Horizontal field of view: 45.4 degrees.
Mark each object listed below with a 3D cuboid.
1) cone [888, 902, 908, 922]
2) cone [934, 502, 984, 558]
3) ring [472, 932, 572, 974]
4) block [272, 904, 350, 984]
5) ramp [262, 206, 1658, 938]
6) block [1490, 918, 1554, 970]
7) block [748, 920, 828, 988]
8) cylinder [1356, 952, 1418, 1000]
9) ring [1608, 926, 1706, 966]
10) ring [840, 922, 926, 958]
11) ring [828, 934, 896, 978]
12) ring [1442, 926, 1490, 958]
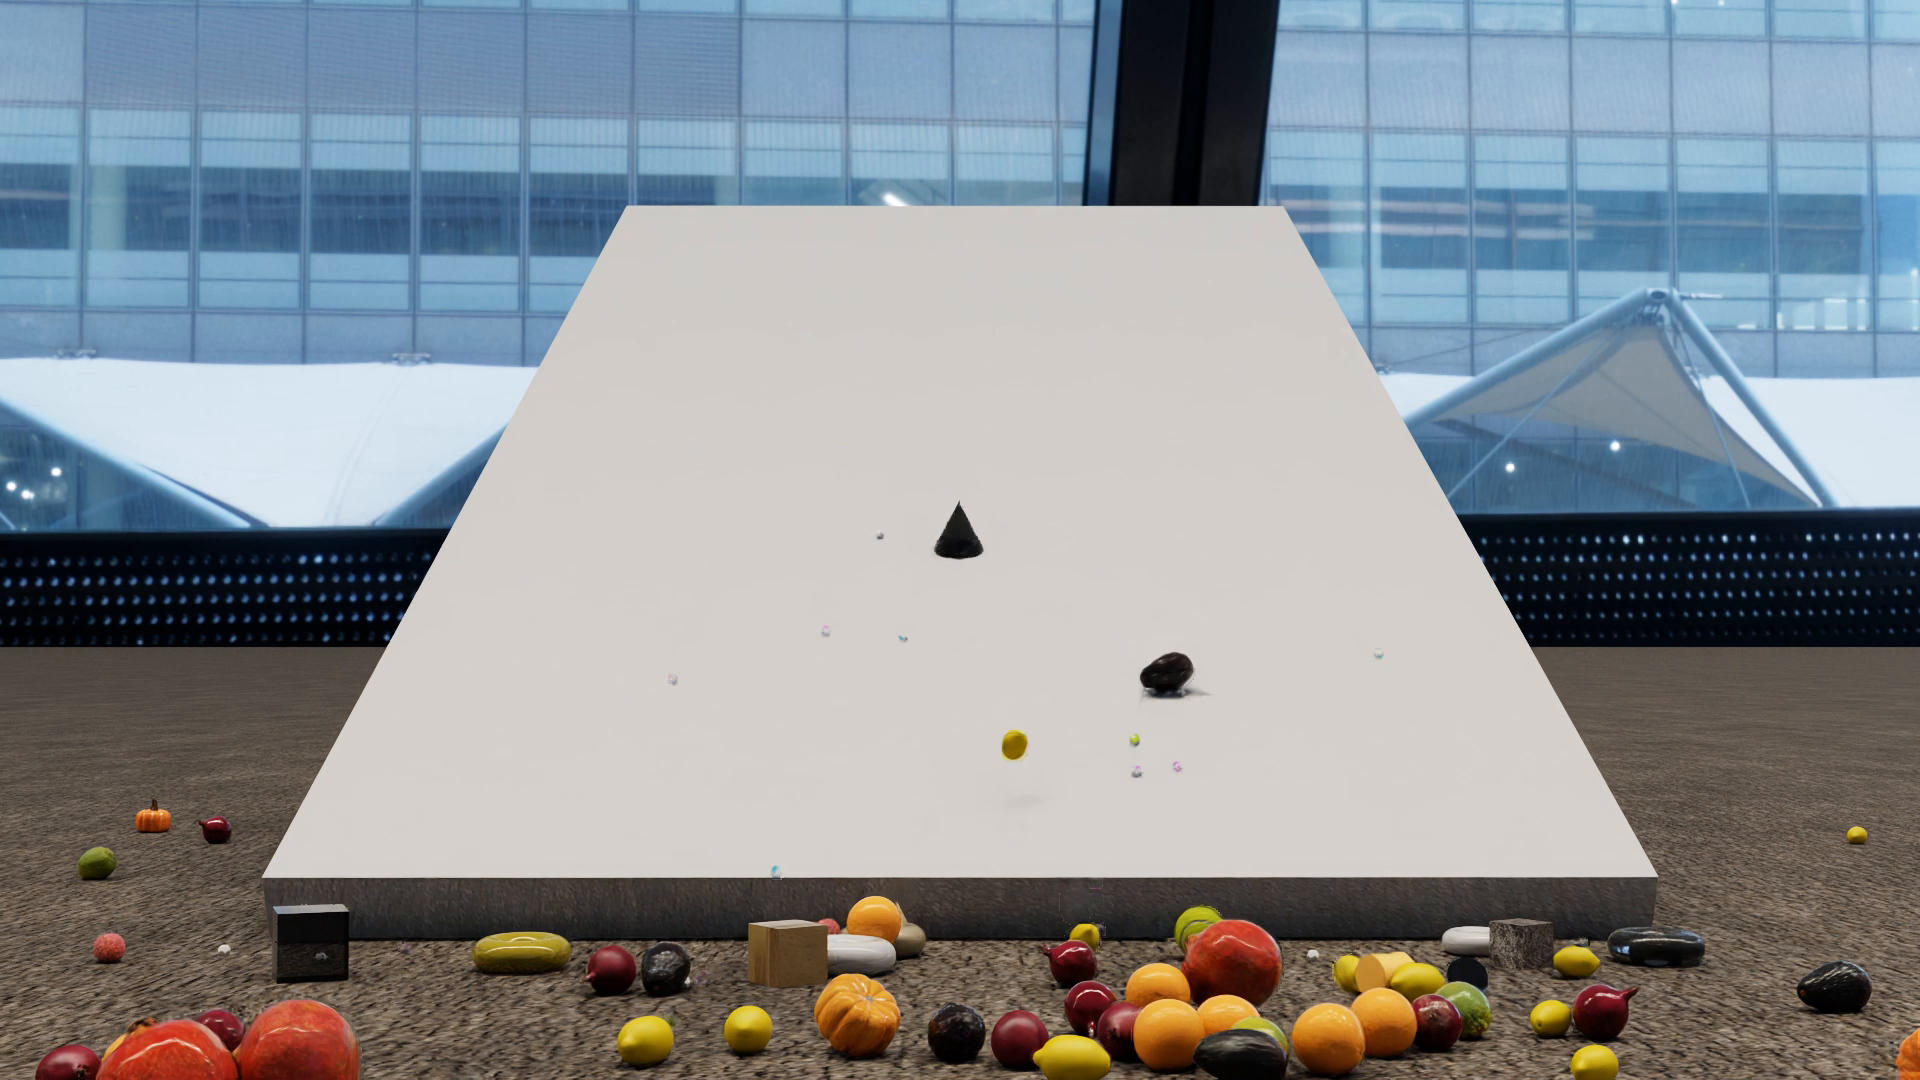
[{"bbox_3d":[-0.089,0.542,3.257,0.060,0.060,0.060,0,-3,0],"label":"cone"},{"bbox_3d":[-0.002,-0.028,4.420,0.098,0.098,0.098,0,22,0],"label":"cone"},{"bbox_3d":[-0.574,0.541,3.007,0.128,0.043,0.128,0,-1,0],"label":"ring"},{"bbox_3d":[-0.830,0.515,2.933,0.087,0.087,0.087,1,-3,-21],"label":"block"},{"bbox_3d":[-0.007,-0.221,5.162,2.000,0.100,4.000,0,22,0],"label":"ramp"},{"bbox_3d":[0.741,0.534,3.034,0.058,0.058,0.058,2,-3,-35],"label":"block"},{"bbox_3d":[-0.217,0.520,2.895,0.072,0.072,0.072,2,-3,-36],"label":"block"},{"bbox_3d":[0.515,0.525,2.771,0.052,0.052,0.052,2,-3,-33],"label":"cylinder"},{"bbox_3d":[0.932,0.544,3.074,0.126,0.042,0.126,1,-3,0],"label":"ring"},{"bbox_3d":[-0.108,0.547,3.138,0.123,0.041,0.123,-1,-3,0],"label":"ring"},{"bbox_3d":[-0.148,0.539,2.979,0.131,0.044,0.131,1,-3,0],"label":"ring"},{"bbox_3d":[0.711,0.552,3.155,0.098,0.033,0.098,0,-1,0],"label":"ring"}]
